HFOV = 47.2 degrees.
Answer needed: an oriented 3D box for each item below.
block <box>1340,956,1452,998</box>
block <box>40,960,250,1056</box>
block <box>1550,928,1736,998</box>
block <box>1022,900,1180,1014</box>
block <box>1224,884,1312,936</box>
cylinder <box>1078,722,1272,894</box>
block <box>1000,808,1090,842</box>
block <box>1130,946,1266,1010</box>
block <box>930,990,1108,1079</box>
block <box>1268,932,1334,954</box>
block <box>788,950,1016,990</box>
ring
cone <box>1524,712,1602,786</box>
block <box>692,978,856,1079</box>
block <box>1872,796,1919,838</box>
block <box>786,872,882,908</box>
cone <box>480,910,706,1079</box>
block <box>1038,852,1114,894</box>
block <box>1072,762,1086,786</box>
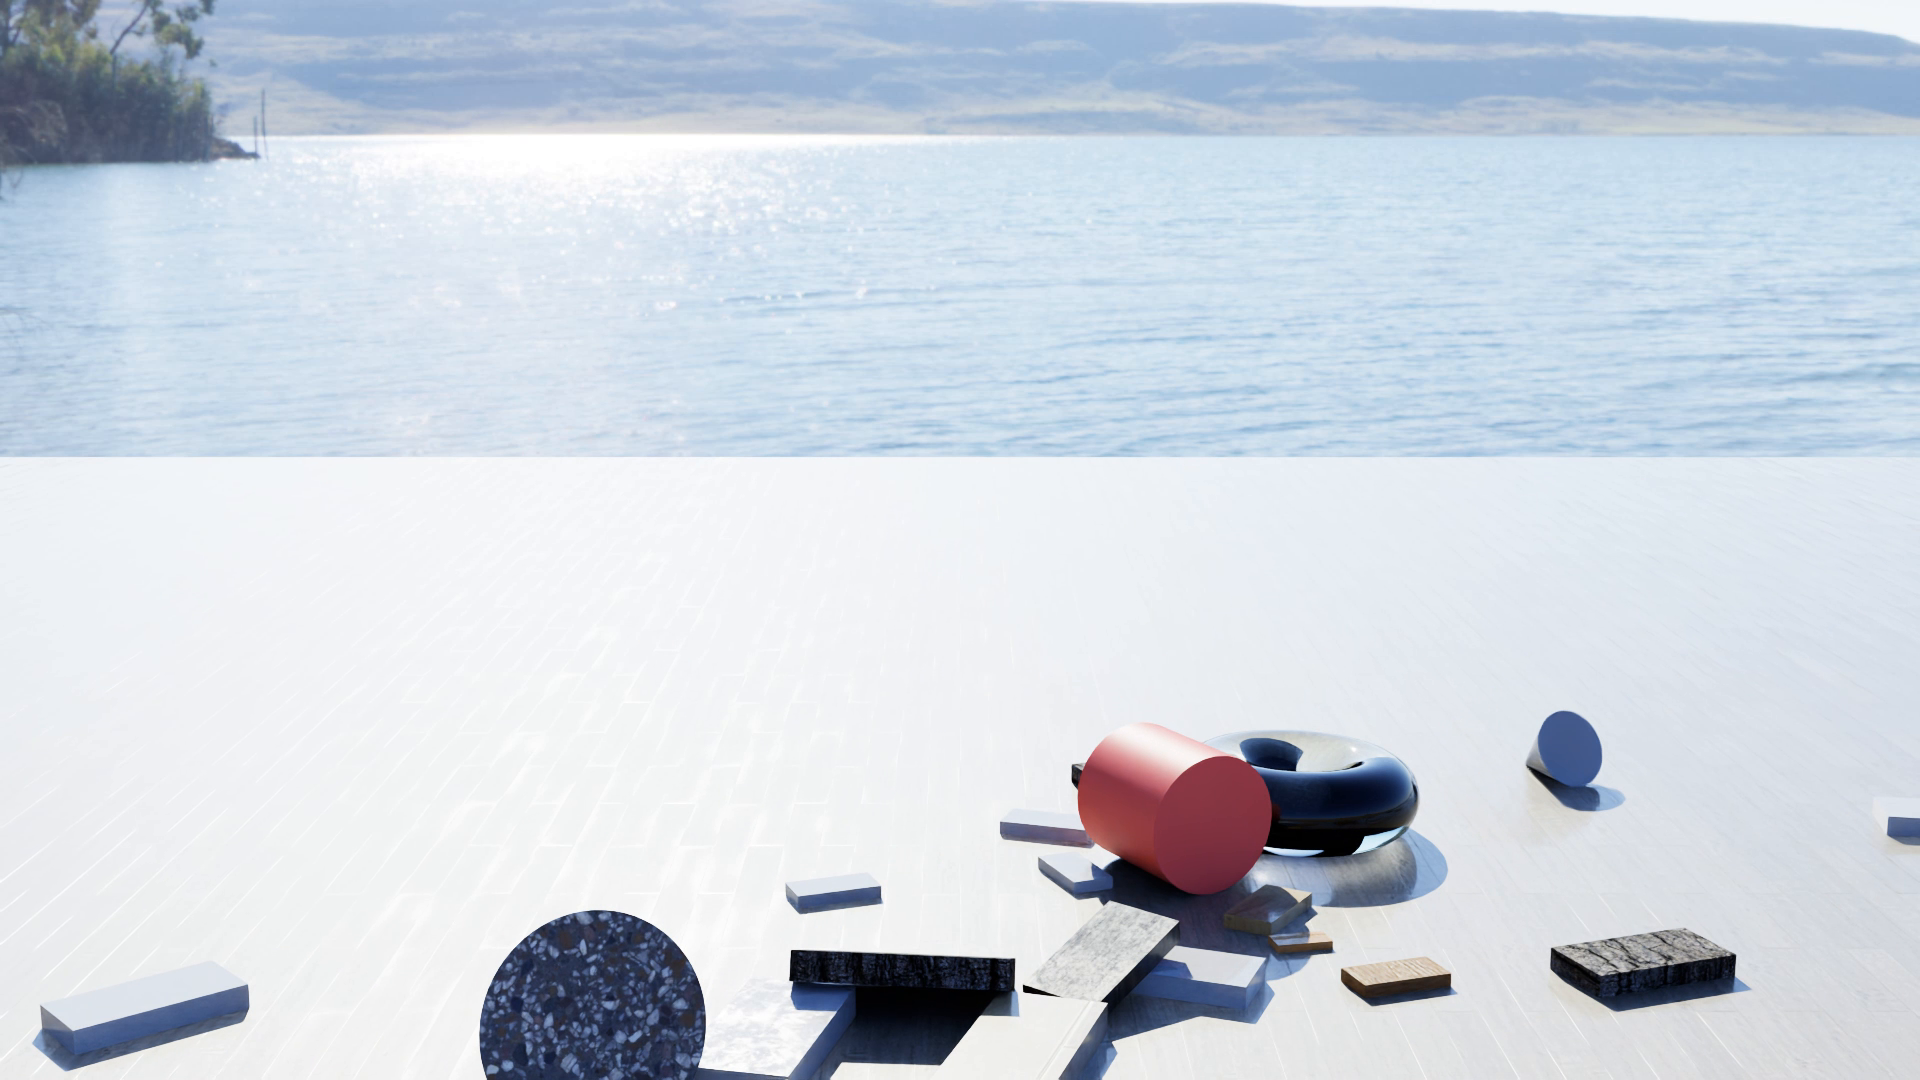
[{"bbox_3d":[0.650,0.652,3.280,0.145,0.021,0.072,-4,11,-19],"label":"block"},{"bbox_3d":[-1.167,0.668,3.153,0.252,0.036,0.126,-9,14,-41],"label":"block"},{"bbox_3d":[1.031,0.637,3.321,0.244,0.035,0.122,-4,11,-20],"label":"block"},{"bbox_3d":[0.210,0.621,3.236,0.122,0.035,0.244,11,28,33],"label":"block"},{"bbox_3d":[0.499,0.599,3.559,0.082,0.023,0.164,6,12,31],"label":"block"},{"bbox_3d":[0.363,0.454,3.749,0.238,0.238,0.238,-6,12,-28],"label":"cylinder"},{"bbox_3d":[0.163,0.518,3.993,0.164,0.023,0.082,4,11,18],"label":"block"},{"bbox_3d":[0.322,0.645,3.280,0.244,0.035,0.122,4,11,21],"label":"block"},{"bbox_3d":[0.065,0.708,2.914,0.157,0.044,0.443,3,11,18],"label":"block"},{"bbox_3d":[0.531,0.627,3.432,0.090,0.013,0.045,-2,11,-12],"label":"block"},{"bbox_3d":[-0.080,0.626,3.203,0.314,0.044,0.157,2,-10,5],"label":"block"},{"bbox_3d":[0.607,0.455,3.991,0.448,0.149,0.448,1,9,0],"label":"ring"},{"bbox_3d":[1.161,0.429,4.352,0.151,0.151,0.151,-5,-15,-24],"label":"cone"},{"bbox_3d":[-0.262,0.687,3.025,0.157,0.044,0.314,2,11,13],"label":"block"},{"bbox_3d":[1.809,0.509,4.006,0.250,0.035,0.125,2,11,11],"label":"block"},{"bbox_3d":[-0.211,0.582,3.656,0.145,0.021,0.072,-4,11,-21],"label":"block"},{"bbox_3d":[-0.446,0.660,2.928,0.297,0.297,0.297,2,-16,9],"label":"cone"},{"bbox_3d":[0.196,0.566,3.744,0.072,0.021,0.145,-4,11,-22],"label":"block"},{"bbox_3d":[0.443,0.450,4.327,0.437,0.035,0.125,-4,11,-23],"label":"block"}]
